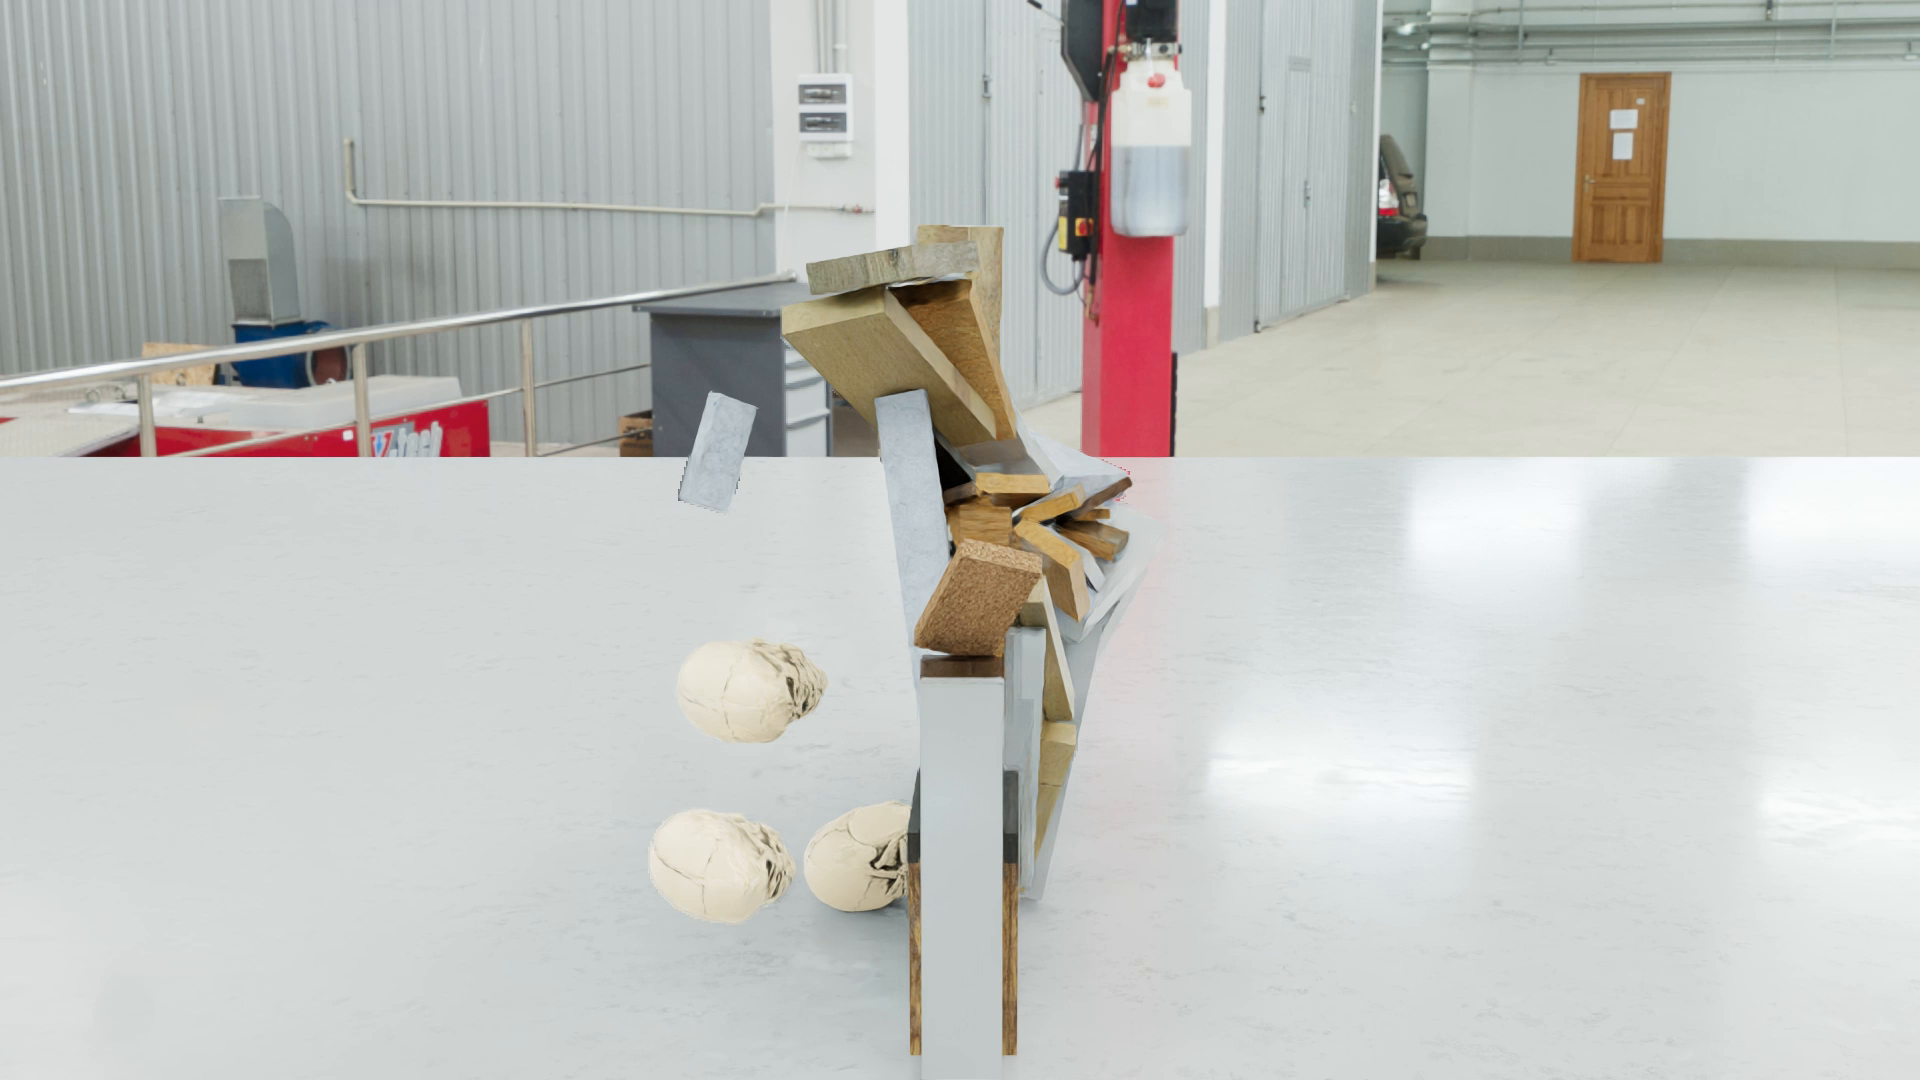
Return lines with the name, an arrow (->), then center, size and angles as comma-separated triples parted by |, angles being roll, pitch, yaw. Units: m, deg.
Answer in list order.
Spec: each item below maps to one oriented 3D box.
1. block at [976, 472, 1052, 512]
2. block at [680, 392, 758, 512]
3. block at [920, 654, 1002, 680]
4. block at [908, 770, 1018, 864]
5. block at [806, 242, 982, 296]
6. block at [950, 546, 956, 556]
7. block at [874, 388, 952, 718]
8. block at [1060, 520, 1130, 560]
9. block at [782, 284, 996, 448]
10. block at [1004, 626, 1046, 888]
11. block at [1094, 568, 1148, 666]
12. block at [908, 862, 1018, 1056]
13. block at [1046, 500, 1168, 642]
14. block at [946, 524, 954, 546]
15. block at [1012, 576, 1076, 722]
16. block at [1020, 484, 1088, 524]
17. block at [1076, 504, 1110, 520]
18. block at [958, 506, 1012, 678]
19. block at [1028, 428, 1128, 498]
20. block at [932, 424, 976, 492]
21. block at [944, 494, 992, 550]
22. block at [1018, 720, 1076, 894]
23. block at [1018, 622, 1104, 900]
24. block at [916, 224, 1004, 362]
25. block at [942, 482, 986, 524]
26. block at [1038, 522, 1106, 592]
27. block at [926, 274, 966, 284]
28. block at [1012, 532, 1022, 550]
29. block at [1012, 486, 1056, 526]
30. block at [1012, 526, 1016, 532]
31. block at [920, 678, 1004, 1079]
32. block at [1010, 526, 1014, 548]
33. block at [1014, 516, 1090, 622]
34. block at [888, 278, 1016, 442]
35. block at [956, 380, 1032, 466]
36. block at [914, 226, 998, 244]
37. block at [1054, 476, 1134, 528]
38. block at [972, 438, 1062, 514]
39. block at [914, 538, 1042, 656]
block -> 0.035, -0.069, 3.458 | 0.109, 0.031, 0.219 | -25, -15, 34
block -> -0.325, -0.118, 2.964 | 0.021, 0.148, 0.074 | 13, -4, 39
block -> 0.003, 0.263, 2.983 | 0.107, 0.214, 0.030 | 1, 13, 5
block -> 0.008, 0.381, 3.054 | 0.147, 0.042, 0.294 | 0, 10, 2
block -> -0.089, -0.383, 3.091 | 0.153, 0.043, 0.305 | -8, 6, 18
block -> -0.002, 0.049, 3.982 | 0.104, 0.030, 0.209 | -13, 18, 3
block -> -0.045, 0.068, 3.121 | 0.074, 0.571, 0.021 | -10, -11, 10
block -> 0.221, -0.004, 3.621 | 0.093, 0.026, 0.185 | 19, 10, 9
block -> -0.096, -0.236, 3.178 | 0.153, 0.043, 0.424 | -10, -25, 19
block -> 0.034, 0.316, 3.227 | 0.165, 0.385, 0.047 | 3, 13, 3
block -> 0.174, 0.154, 3.838 | 0.167, 0.335, 0.047 | 34, 13, 26
block -> 0.005, 0.562, 3.006 | 0.147, 0.294, 0.042 | 0, 16, 0
block -> 0.204, 0.037, 3.694 | 0.167, 0.047, 0.335 | 26, 38, 16
block -> -0.028, -0.047, 4.009 | 0.064, 0.128, 0.018 | -25, -33, 3
block -> 0.069, 0.169, 3.309 | 0.165, 0.329, 0.047 | -2, 54, 11
block -> 0.152, -0.057, 3.535 | 0.093, 0.026, 0.185 | -21, 3, 8
block -> 0.210, -0.049, 3.694 | 0.063, 0.018, 0.126 | -1, 7, -4
block -> 0.027, 0.151, 3.127 | 0.072, 0.402, 0.020 | 2, -10, 7
block -> 0.129, -0.143, 3.852 | 0.154, 0.044, 0.308 | -4, 23, -43
block -> -0.043, -0.119, 3.268 | 0.074, 0.021, 0.148 | -17, -37, 21
block -> 0.029, 0.005, 3.264 | 0.072, 0.143, 0.020 | -18, -32, 1
block -> 0.061, 0.414, 3.467 | 0.165, 0.329, 0.047 | 11, 36, -7
block -> 0.102, 0.346, 3.624 | 0.167, 0.465, 0.047 | 13, -4, -3
block -> -0.004, -0.410, 3.974 | 0.154, 0.308, 0.044 | 2, -2, -3
block -> 0.000, -0.056, 3.340 | 0.072, 0.020, 0.143 | -19, -12, 6
block -> 0.174, 0.029, 3.524 | 0.093, 0.026, 0.185 | 30, -7, 18
block -> -0.082, -0.366, 3.428 | 0.143, 0.041, 0.286 | -21, 6, -10
block -> 0.053, 0.094, 3.446 | 0.031, 0.252, 0.109 | -27, 35, -36
block -> 0.130, -0.043, 3.662 | 0.094, 0.047, 0.013 | -42, -6, 19
block -> 0.095, 0.004, 3.644 | 0.095, 0.013, 0.047 | 29, 47, 19
block -> 0.003, 0.453, 2.902 | 0.107, 0.550, 0.030 | 0, 11, 2
block -> 0.047, 0.036, 3.286 | 0.067, 0.134, 0.019 | -6, -16, 9
block -> 0.146, 0.047, 3.451 | 0.109, 0.031, 0.219 | 35, -15, 20
block -> -0.023, -0.261, 3.300 | 0.153, 0.305, 0.043 | -5, 50, 13
block -> -0.001, -0.226, 3.407 | 0.143, 0.286, 0.041 | -8, 47, 19
block -> -0.006, -0.144, 4.118 | 0.154, 0.879, 0.044 | 0, 10, 0
block -> 0.219, -0.063, 3.600 | 0.126, 0.018, 0.063 | -30, 1, -26
block -> 0.009, -0.189, 3.568 | 0.143, 0.324, 0.041 | -36, 4, 35
block -> 0.022, 0.082, 2.902 | 0.107, 0.214, 0.030 | 13, 51, -13
